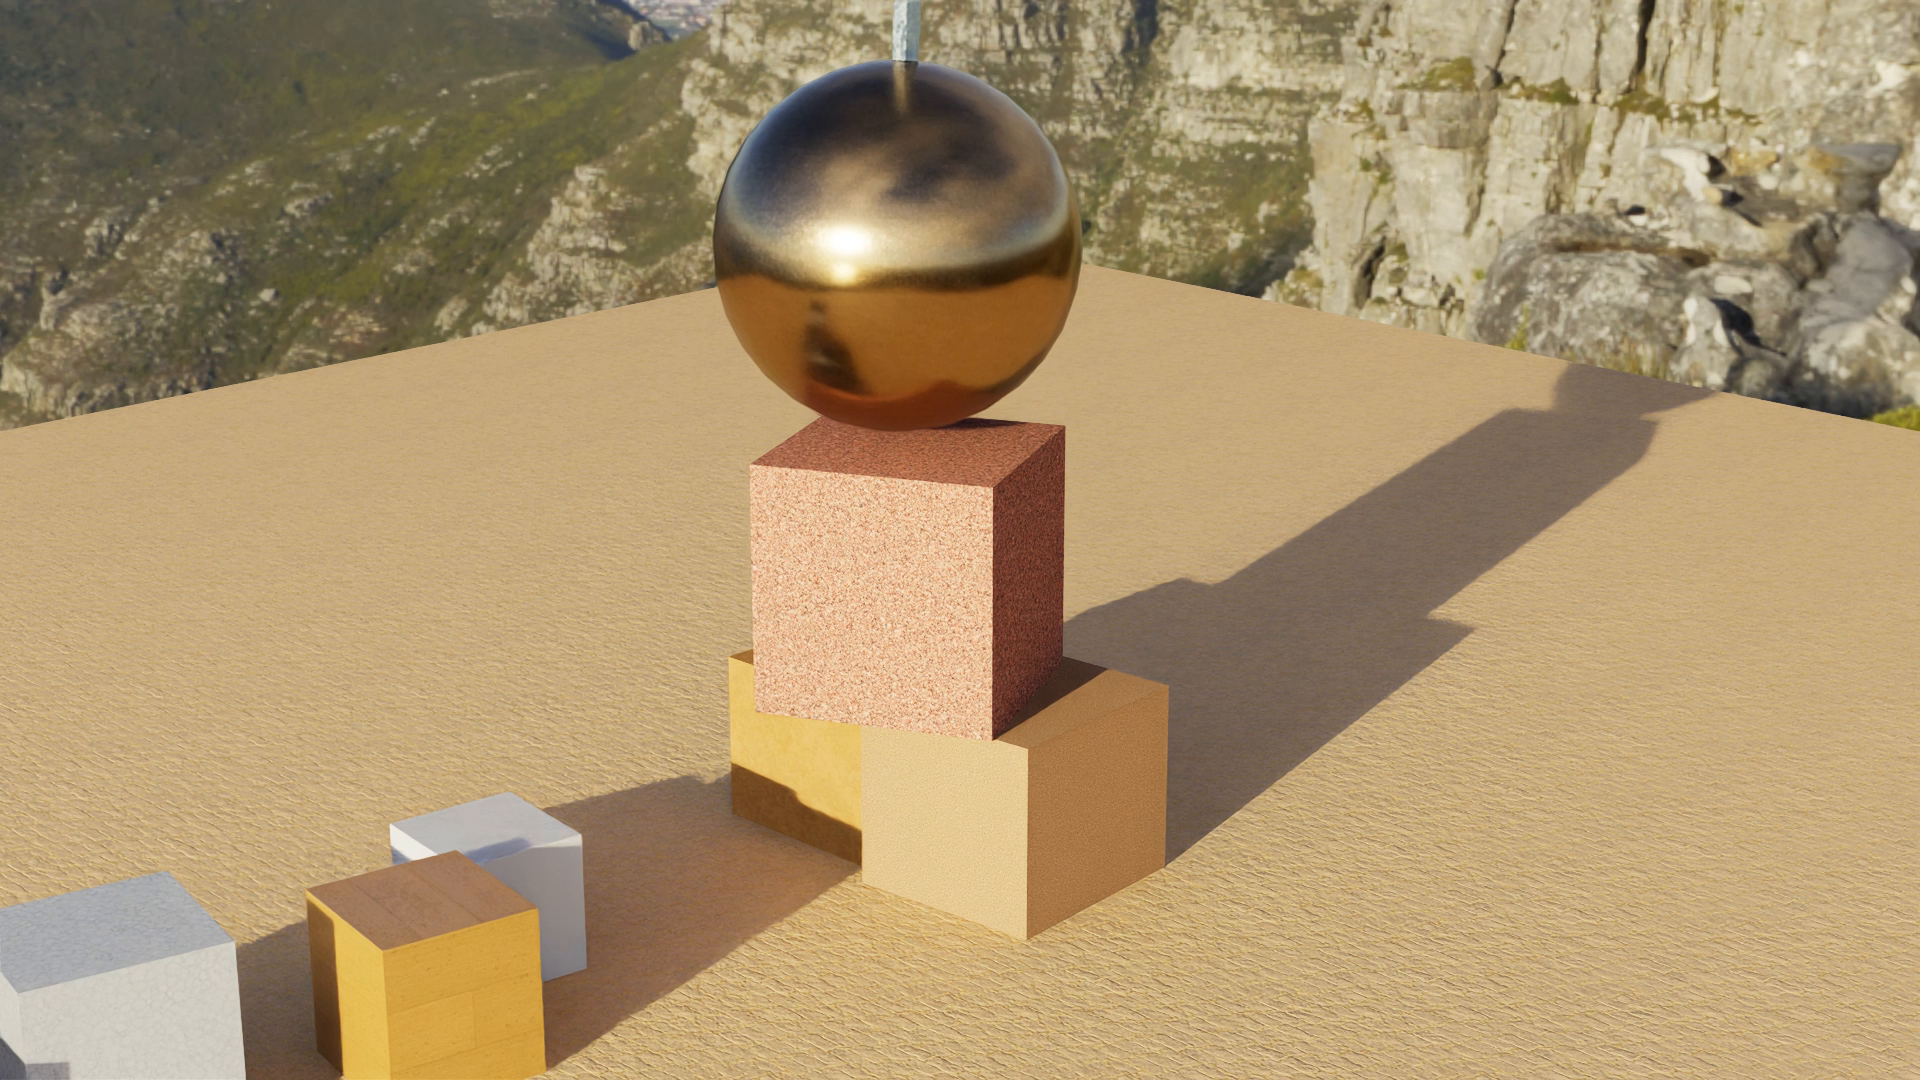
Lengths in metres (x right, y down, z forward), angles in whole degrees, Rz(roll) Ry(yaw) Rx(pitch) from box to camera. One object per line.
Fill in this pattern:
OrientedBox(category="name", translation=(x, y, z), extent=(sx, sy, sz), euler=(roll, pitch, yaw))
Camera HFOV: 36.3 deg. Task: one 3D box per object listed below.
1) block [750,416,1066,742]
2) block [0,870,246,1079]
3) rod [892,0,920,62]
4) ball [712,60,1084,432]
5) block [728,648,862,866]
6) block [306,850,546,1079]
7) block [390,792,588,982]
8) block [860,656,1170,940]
OrientedBox(category="block", translation=(-0.215, 0.122, 13.081), extent=(1.101, 1.136, 1.052), euler=(6, 18, 18))
OrientedBox(category="block", translation=(-3.253, 1.844, 11.155), extent=(0.806, 0.793, 0.772), euler=(-11, 21, -31))
OrientedBox(category="rod", translation=(-0.116, -4.550, 11.790), extent=(0.080, 5.200, 0.080), euler=(17, 20, 42))
OrientedBox(category="ball", translation=(-0.268, -1.267, 12.662), extent=(1.600, 1.600, 1.600), euler=(0, 17, 0))
OrientedBox(category="block", translation=(-0.440, 0.938, 14.019), extent=(0.955, 0.804, 0.908), euler=(16, 24, 42))
OrientedBox(category="block", translation=(-2.114, 1.745, 11.605), extent=(0.659, 0.712, 0.700), euler=(-12, 21, -34))
OrientedBox(category="block", translation=(-2.007, 1.517, 12.486), extent=(0.580, 0.619, 0.603), euler=(-13, 22, -36))
OrientedBox(category="block", translation=(0.250, 1.110, 13.324), extent=(0.957, 0.894, 1.026), euler=(14, 22, 38))
